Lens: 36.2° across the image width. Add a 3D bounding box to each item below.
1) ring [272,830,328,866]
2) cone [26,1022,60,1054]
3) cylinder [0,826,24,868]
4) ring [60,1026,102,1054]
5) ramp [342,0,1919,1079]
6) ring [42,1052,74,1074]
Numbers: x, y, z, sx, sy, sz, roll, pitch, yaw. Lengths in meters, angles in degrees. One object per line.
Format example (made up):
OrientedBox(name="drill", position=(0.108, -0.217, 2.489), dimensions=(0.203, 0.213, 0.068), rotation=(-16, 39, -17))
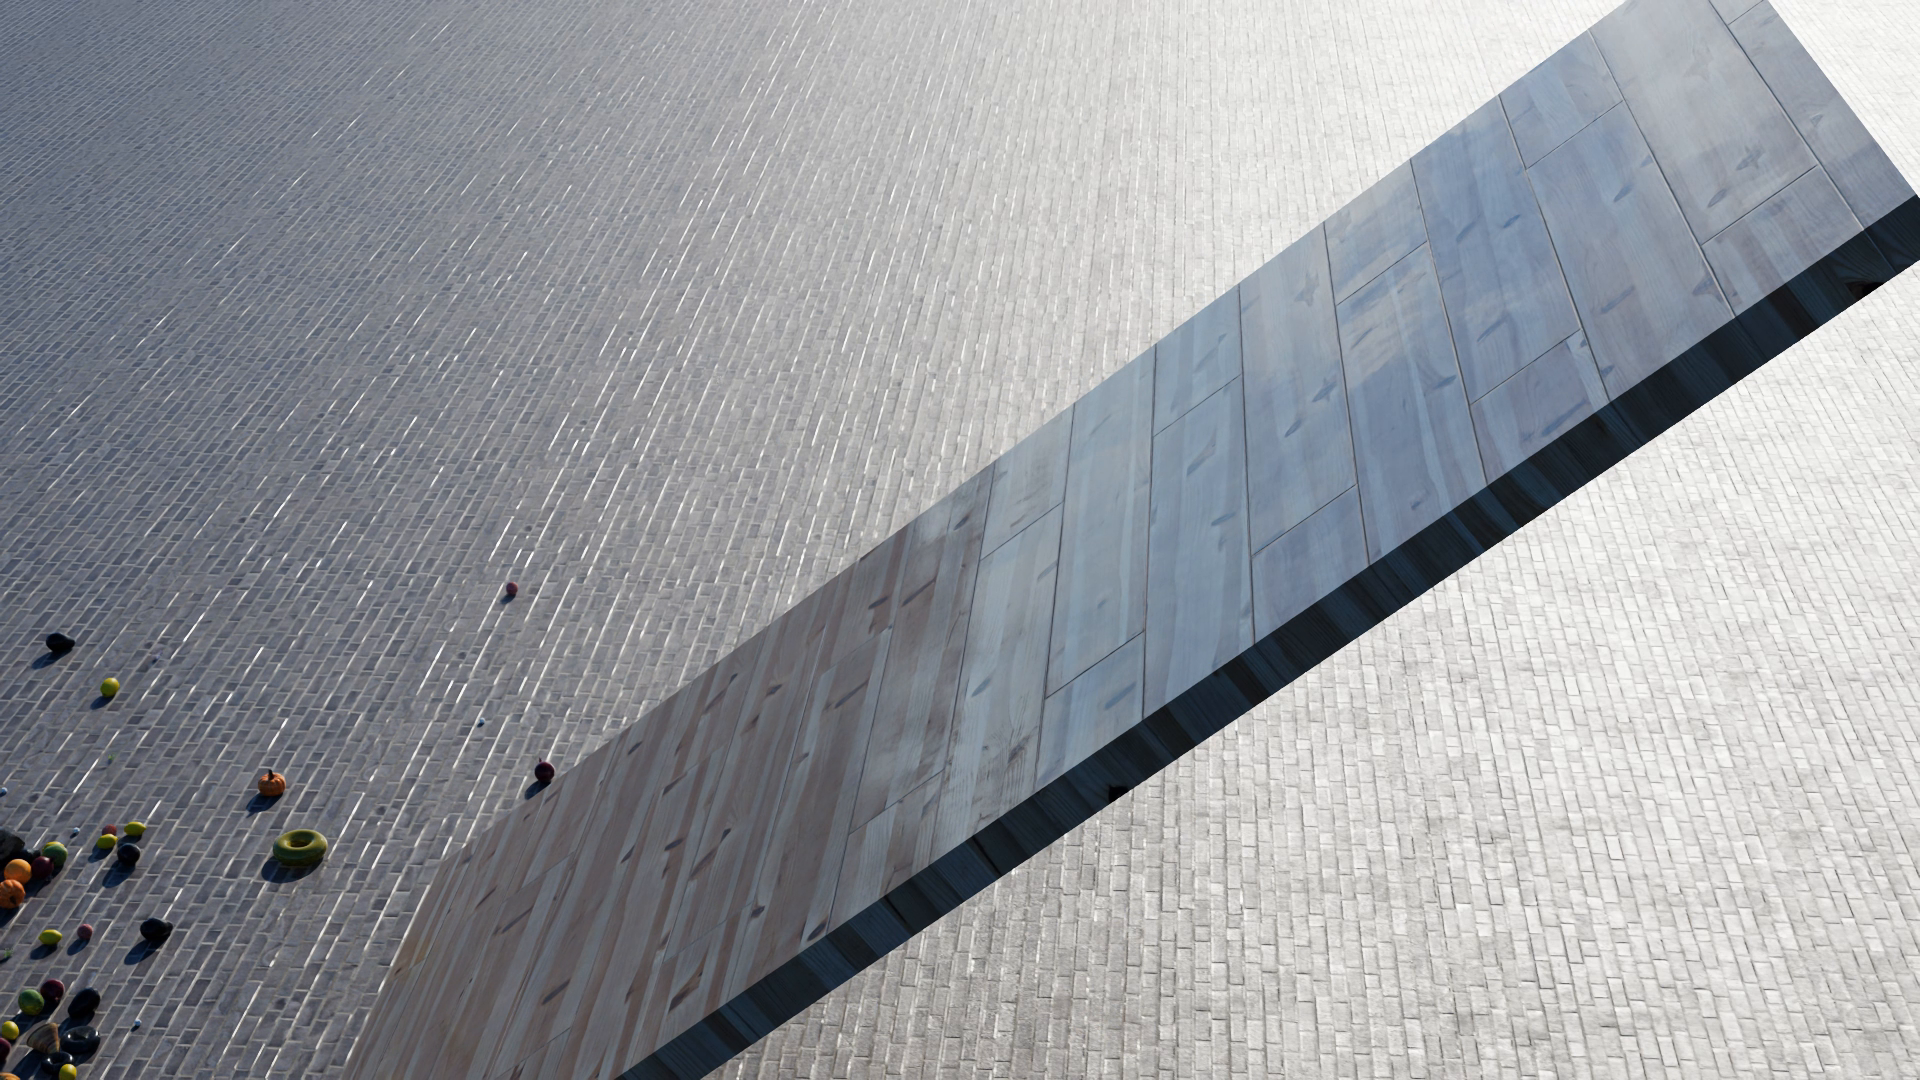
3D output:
OrientedBox(name="ring", position=(-1.802, 0.840, 8.034), dimensions=(0.148, 0.049, 0.148), rotation=(0, 25, 0))
OrientedBox(name="cone", position=(-2.209, 1.234, 7.147), dimensions=(0.085, 0.085, 0.085), rotation=(-22, 58, -41))
OrientedBox(name="cylinder", position=(-2.608, 0.833, 7.994), dimensions=(0.092, 0.092, 0.092), rotation=(21, 31, 39))
OrientedBox(name="ring", position=(-2.148, 1.221, 7.182), dimensions=(0.098, 0.033, 0.098), rotation=(0, 25, 0))
OrientedBox(name="ramp", position=(0.121, 0.185, 6.339), dimensions=(4.000, 0.100, 2.000), rotation=(-36, 16, 18))
OrientedBox(name="ring", position=(-2.176, 1.262, 7.096), dimensions=(0.079, 0.026, 0.079), rotation=(1, 24, -1))
